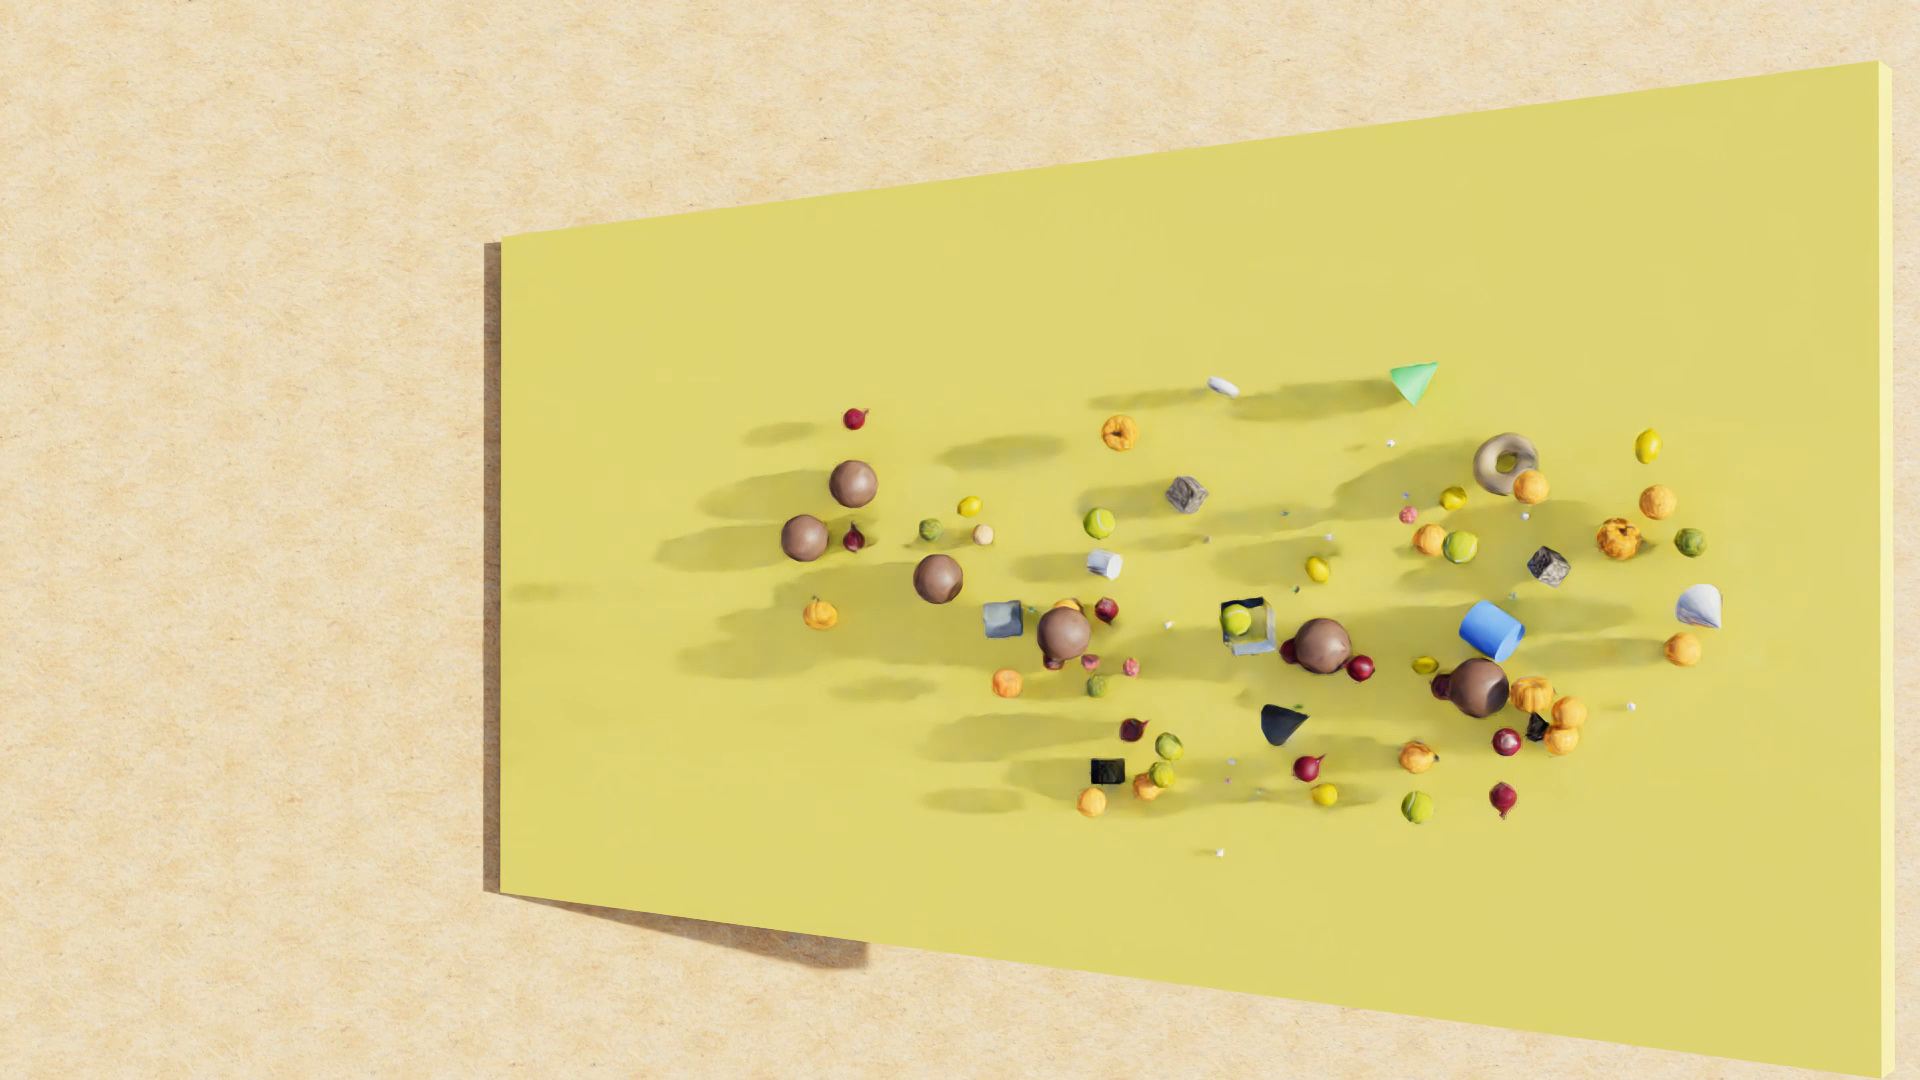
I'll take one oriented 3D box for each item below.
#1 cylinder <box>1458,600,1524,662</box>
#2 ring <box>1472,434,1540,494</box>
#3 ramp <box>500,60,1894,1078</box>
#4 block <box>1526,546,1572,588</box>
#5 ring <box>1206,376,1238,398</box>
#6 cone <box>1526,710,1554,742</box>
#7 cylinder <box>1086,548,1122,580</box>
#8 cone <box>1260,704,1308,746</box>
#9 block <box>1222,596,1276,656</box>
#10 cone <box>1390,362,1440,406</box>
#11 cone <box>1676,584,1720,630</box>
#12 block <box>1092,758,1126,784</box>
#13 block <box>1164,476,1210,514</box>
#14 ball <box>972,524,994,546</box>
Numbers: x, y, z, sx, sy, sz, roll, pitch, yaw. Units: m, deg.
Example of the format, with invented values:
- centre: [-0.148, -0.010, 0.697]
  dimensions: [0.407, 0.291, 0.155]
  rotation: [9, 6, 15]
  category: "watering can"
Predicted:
- centre: [1.148, 0.197, 4.745]
  dimensions: [0.099, 0.099, 0.099]
  rotation: [38, 90, 31]
  category: "cylinder"
- centre: [1.176, -0.164, 4.737]
  dimensions: [0.145, 0.048, 0.145]
  rotation: [-15, 59, 26]
  category: "ring"
- centre: [0.233, 0.065, 5.553]
  dimensions: [4.000, 0.100, 2.000]
  rotation: [0, 89, 37]
  category: "ramp"
- centre: [1.254, 0.057, 4.681]
  dimensions: [0.056, 0.056, 0.056]
  rotation: [22, 115, -26]
  category: "block"
- centre: [0.615, -0.359, 5.151]
  dimensions: [0.081, 0.081, 0.027]
  rotation: [26, 90, 0]
  category: "ring"
- centre: [1.237, 0.390, 4.722]
  dimensions: [0.061, 0.061, 0.061]
  rotation: [-8, 50, 0]
  category: "cone"
- centre: [0.352, 0.058, 5.363]
  dimensions: [0.063, 0.063, 0.063]
  rotation: [17, 90, 36]
  category: "cylinder"
- centre: [0.737, 0.401, 4.887]
  dimensions: [0.098, 0.098, 0.098]
  rotation: [-21, 89, 41]
  category: "cone"
- centre: [0.653, 0.196, 4.972]
  dimensions: [0.098, 0.098, 0.098]
  rotation: [-8, 67, 20]
  category: "block"
- centre: [1.019, -0.365, 4.852]
  dimensions: [0.099, 0.099, 0.099]
  rotation: [-35, 90, 24]
  category: "cone"
- centre: [1.504, 0.154, 4.415]
  dimensions: [0.097, 0.097, 0.097]
  rotation: [-5, 120, -9]
  category: "cone"
- centre: [0.362, 0.562, 5.354]
  dimensions: [0.059, 0.059, 0.059]
  rotation: [-1, 89, 37]
  category: "block"
- centre: [0.539, -0.107, 5.224]
  dimensions: [0.064, 0.064, 0.064]
  rotation: [46, 115, 28]
  category: "block"
- centre: [0.058, -0.013, 5.585]
  dimensions: [0.058, 0.058, 0.058]
  rotation: [0, 90, 0]
  category: "ball"
